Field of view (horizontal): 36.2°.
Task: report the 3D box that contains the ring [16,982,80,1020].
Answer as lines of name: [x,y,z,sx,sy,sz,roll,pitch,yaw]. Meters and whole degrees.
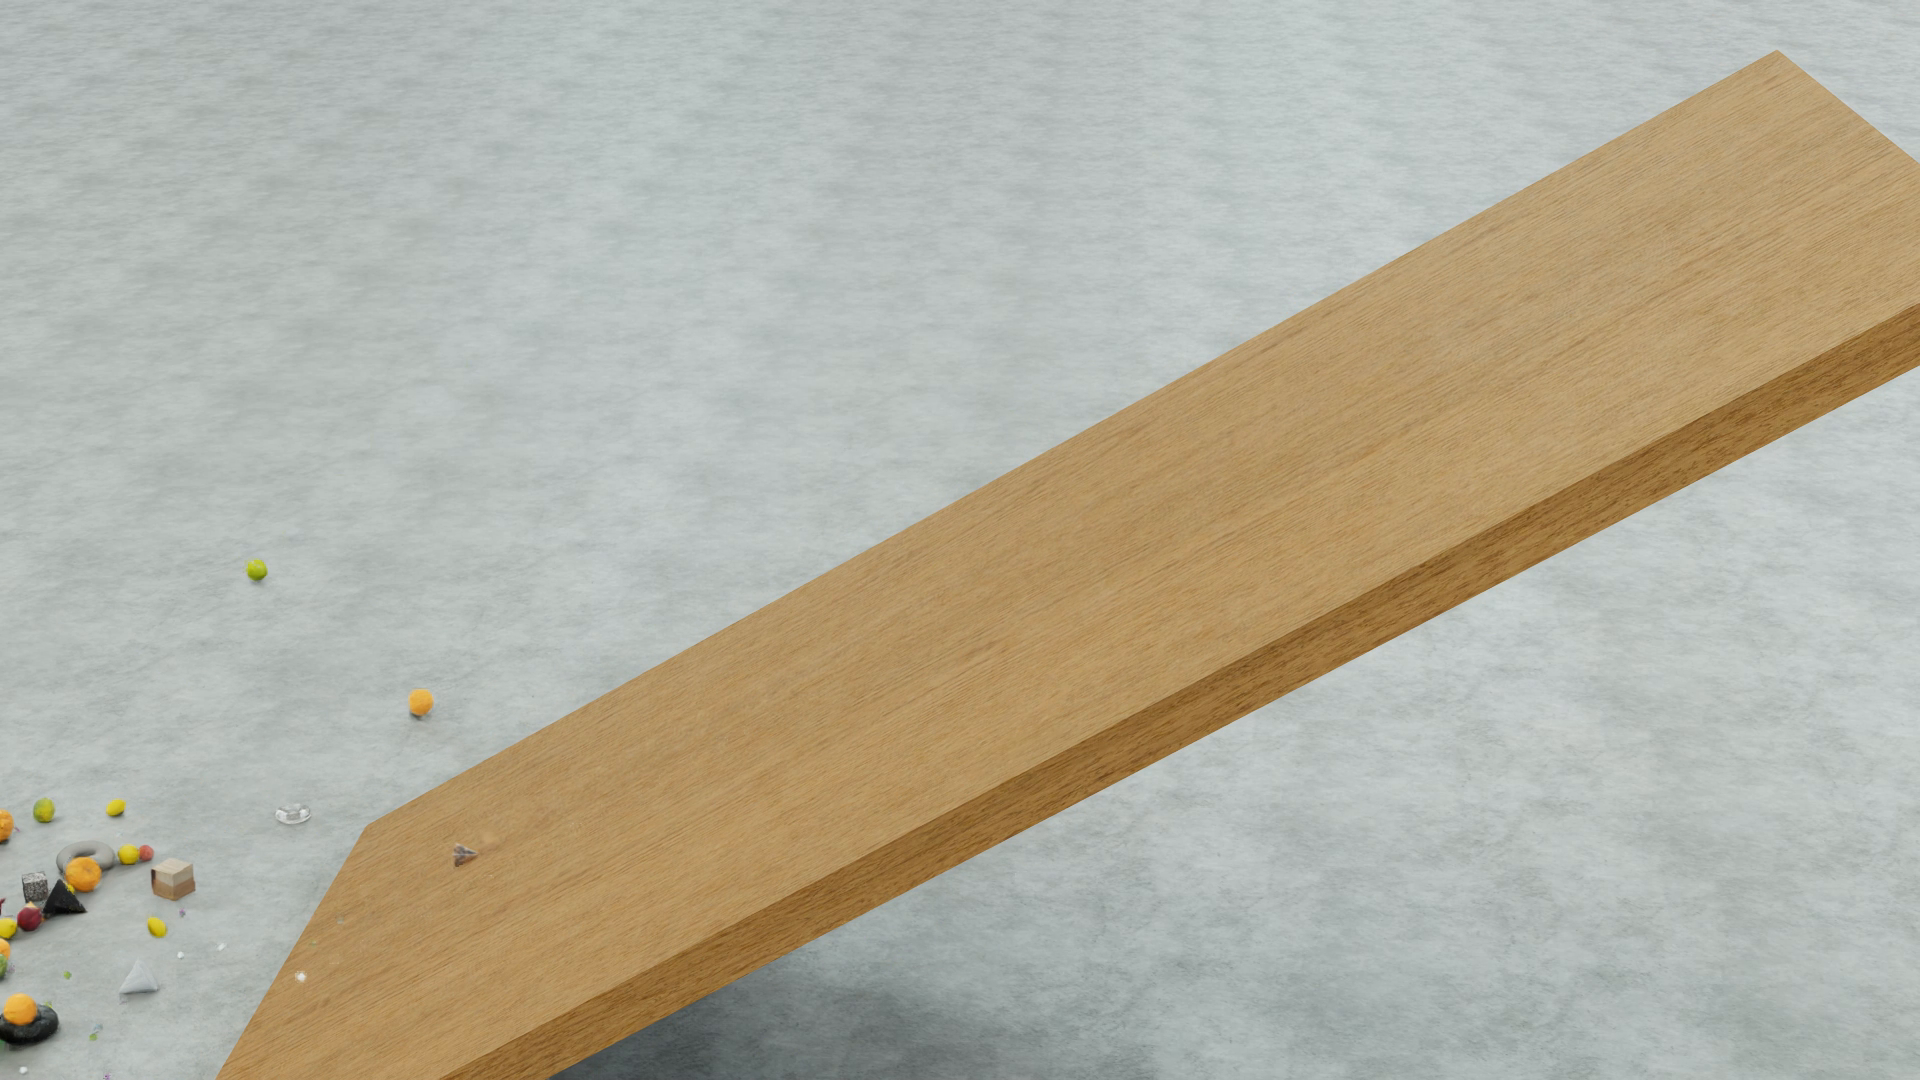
ring: [-2.136,1.085,6.885,0.143,0.048,0.143,2,26,-1]

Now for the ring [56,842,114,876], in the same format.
ring: [-2.259,0.822,7.597,0.146,0.049,0.146,1,20,0]

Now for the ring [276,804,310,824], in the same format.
ring: [-1.788,0.732,7.887,0.094,0.031,0.094,1,18,0]

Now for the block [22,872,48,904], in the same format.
block: [-2.335,0.877,7.427,0.056,0.056,0.056,-8,21,-23]

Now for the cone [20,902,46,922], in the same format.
cone: [-2.295,0.935,7.303,0.056,0.056,0.056,28,20,-1]

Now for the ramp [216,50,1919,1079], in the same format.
ramp: [0.142,0.168,6.286,4.000,0.100,2.000,-29,15,12]

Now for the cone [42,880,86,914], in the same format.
cone: [-2.224,0.910,7.347,0.098,0.098,0.098,26,17,-8]

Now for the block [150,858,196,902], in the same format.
block: [-1.993,0.860,7.448,0.074,0.074,0.074,10,21,28]
